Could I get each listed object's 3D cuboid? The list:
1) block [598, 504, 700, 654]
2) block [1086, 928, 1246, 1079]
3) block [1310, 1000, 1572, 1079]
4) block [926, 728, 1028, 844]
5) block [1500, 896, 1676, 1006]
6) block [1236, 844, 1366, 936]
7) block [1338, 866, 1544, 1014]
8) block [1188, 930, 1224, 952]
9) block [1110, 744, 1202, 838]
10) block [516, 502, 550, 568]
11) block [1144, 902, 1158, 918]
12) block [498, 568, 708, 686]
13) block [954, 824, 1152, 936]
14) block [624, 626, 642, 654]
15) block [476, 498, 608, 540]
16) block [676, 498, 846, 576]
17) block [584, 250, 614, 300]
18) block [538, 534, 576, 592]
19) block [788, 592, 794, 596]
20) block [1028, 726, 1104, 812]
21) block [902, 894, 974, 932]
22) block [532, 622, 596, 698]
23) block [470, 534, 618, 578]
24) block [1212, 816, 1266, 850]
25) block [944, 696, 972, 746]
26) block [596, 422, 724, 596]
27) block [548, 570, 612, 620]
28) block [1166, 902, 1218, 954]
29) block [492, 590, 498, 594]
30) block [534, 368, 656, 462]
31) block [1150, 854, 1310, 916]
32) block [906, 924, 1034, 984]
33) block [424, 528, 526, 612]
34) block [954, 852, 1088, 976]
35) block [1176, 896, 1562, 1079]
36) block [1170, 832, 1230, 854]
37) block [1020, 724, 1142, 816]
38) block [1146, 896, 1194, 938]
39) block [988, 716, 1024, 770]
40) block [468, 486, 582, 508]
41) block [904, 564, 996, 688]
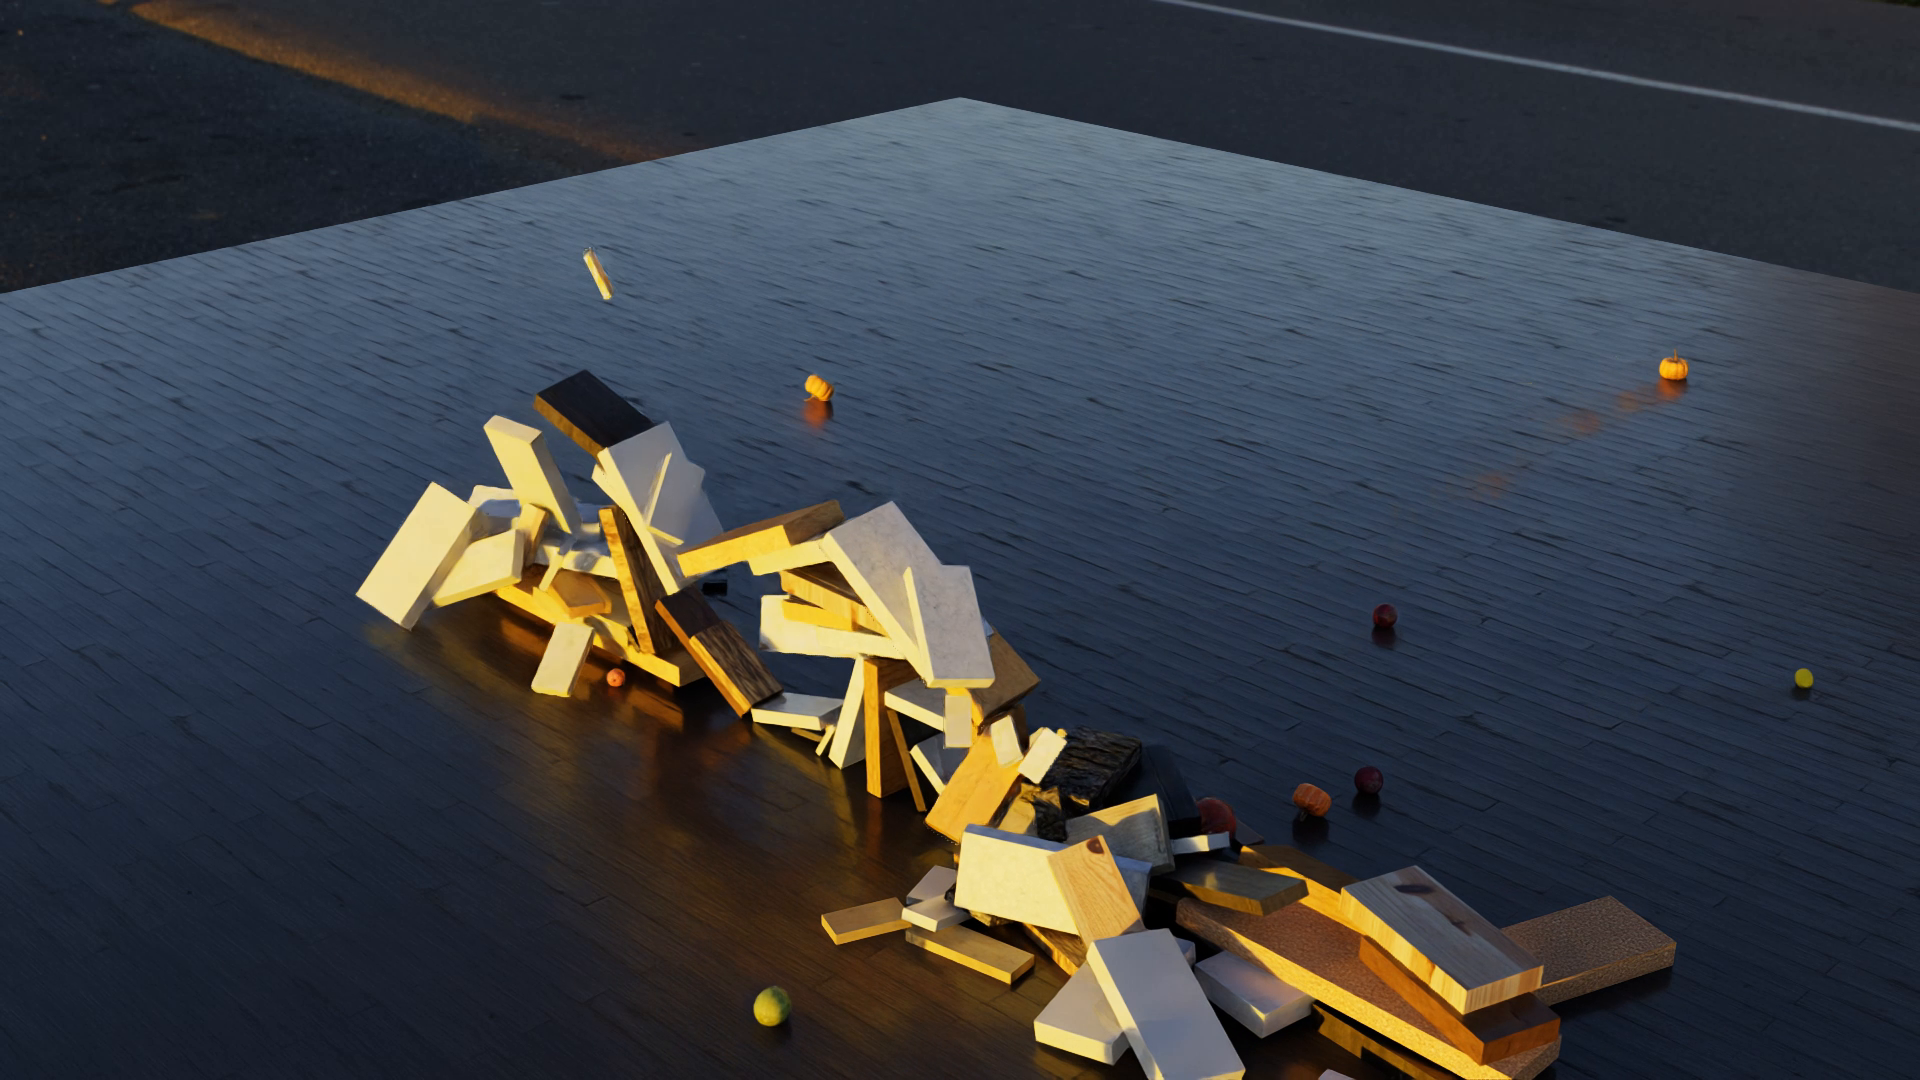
[{"bbox_3d":[-0.688,0.070,4.971,0.048,0.341,0.171,-7,12,45],"label":"block"},{"bbox_3d":[0.343,0.792,3.690,0.150,0.043,0.301,-5,43,-25],"label":"block"},{"bbox_3d":[1.116,1.012,3.313,0.173,0.049,1.426,-17,29,-35],"label":"block"},{"bbox_3d":[0.038,0.475,4.187,0.108,0.030,0.215,27,72,23],"label":"block"},{"bbox_3d":[1.090,0.742,3.949,0.347,0.049,0.173,-11,25,-24],"label":"block"},{"bbox_3d":[0.674,0.637,3.977,0.320,0.045,0.160,24,9,39],"label":"block"},{"bbox_3d":[0.811,0.672,3.727,0.164,0.047,0.329,-11,28,-27],"label":"block"},{"bbox_3d":[0.491,0.720,3.978,0.155,0.022,0.077,33,39,27],"label":"block"},{"bbox_3d":[0.366,0.490,4.266,0.139,0.039,0.277,-8,25,-6],"label":"block"},{"bbox_3d":[-1.030,-0.012,5.242,0.069,0.139,0.020,25,6,33],"label":"block"},{"bbox_3d":[0.330,0.645,4.136,0.070,0.020,0.140,-14,51,-38],"label":"block"},{"bbox_3d":[-0.817,0.187,5.186,0.700,0.048,0.171,21,31,40],"label":"block"},{"bbox_3d":[0.167,0.626,3.989,0.344,0.150,0.043,11,18,13],"label":"block"},{"bbox_3d":[-0.700,0.209,5.000,0.119,0.059,0.017,-24,-9,-44],"label":"block"},{"bbox_3d":[-1.025,-0.051,5.407,0.327,0.046,0.163,3,15,5],"label":"block"},{"bbox_3d":[-0.416,-0.003,4.583,0.340,0.048,0.170,-15,9,43],"label":"block"},{"bbox_3d":[-0.898,-0.661,5.476,0.017,0.119,0.059,-23,19,9],"label":"block"},{"bbox_3d":[-0.929,0.053,5.070,0.020,0.139,0.069,30,45,-7],"label":"block"},{"bbox_3d":[-0.304,0.147,4.956,0.176,0.088,0.025,11,3,13],"label":"block"},{"bbox_3d":[0.242,0.510,4.349,0.047,0.164,0.328,-37,29,-2],"label":"block"},{"bbox_3d":[-0.035,0.687,4.058,0.075,0.021,0.149,16,11,30],"label":"block"},{"bbox_3d":[-0.896,0.270,4.975,0.088,0.025,0.176,8,56,14],"label":"block"},{"bbox_3d":[-0.996,0.019,5.329,0.740,0.046,0.163,9,11,33],"label":"block"},{"bbox_3d":[0.554,0.584,4.366,0.052,0.015,0.103,-13,26,-28],"label":"block"},{"bbox_3d":[-0.003,0.344,4.187,0.049,0.098,0.014,0,-21,-5],"label":"block"},{"bbox_3d":[-0.634,-0.070,4.776,0.170,0.340,0.048,-28,3,-38],"label":"block"},{"bbox_3d":[-0.889,0.124,5.105,0.100,0.028,0.200,-10,25,-25],"label":"block"},{"bbox_3d":[0.454,0.692,4.045,0.077,0.022,0.155,-16,44,-34],"label":"block"},{"bbox_3d":[-0.957,0.166,5.333,0.948,0.028,0.100,21,31,40],"label":"block"},{"bbox_3d":[-0.790,-0.255,4.912,0.302,0.043,0.151,38,45,19],"label":"block"},{"bbox_3d":[0.465,0.609,3.899,0.099,0.028,0.380,-19,8,-26],"label":"block"},{"bbox_3d":[0.017,0.740,3.990,0.235,0.021,0.075,16,28,33],"label":"block"},{"bbox_3d":[-1.192,0.079,5.264,0.348,0.036,0.126,-16,57,26],"label":"block"},{"bbox_3d":[0.190,0.717,4.032,0.108,0.030,0.627,-13,26,-27],"label":"block"},{"bbox_3d":[0.686,0.748,3.769,0.677,0.045,0.160,24,32,38],"label":"block"},{"bbox_3d":[0.390,0.570,4.081,0.198,0.028,0.099,-12,-9,29],"label":"block"},{"bbox_3d":[0.236,0.444,4.245,0.139,0.039,0.277,12,24,22],"label":"block"},{"bbox_3d":[0.400,0.677,4.088,0.070,0.020,0.140,-22,49,-41],"label":"block"},{"bbox_3d":[0.088,0.384,4.178,0.049,0.014,0.098,-30,46,15],"label":"block"},{"bbox_3d":[-1.144,-0.051,5.718,0.302,0.043,0.151,7,60,16],"label":"block"},{"bbox_3d":[-0.021,0.166,4.234,0.126,0.036,0.253,2,57,-23],"label":"block"}]
